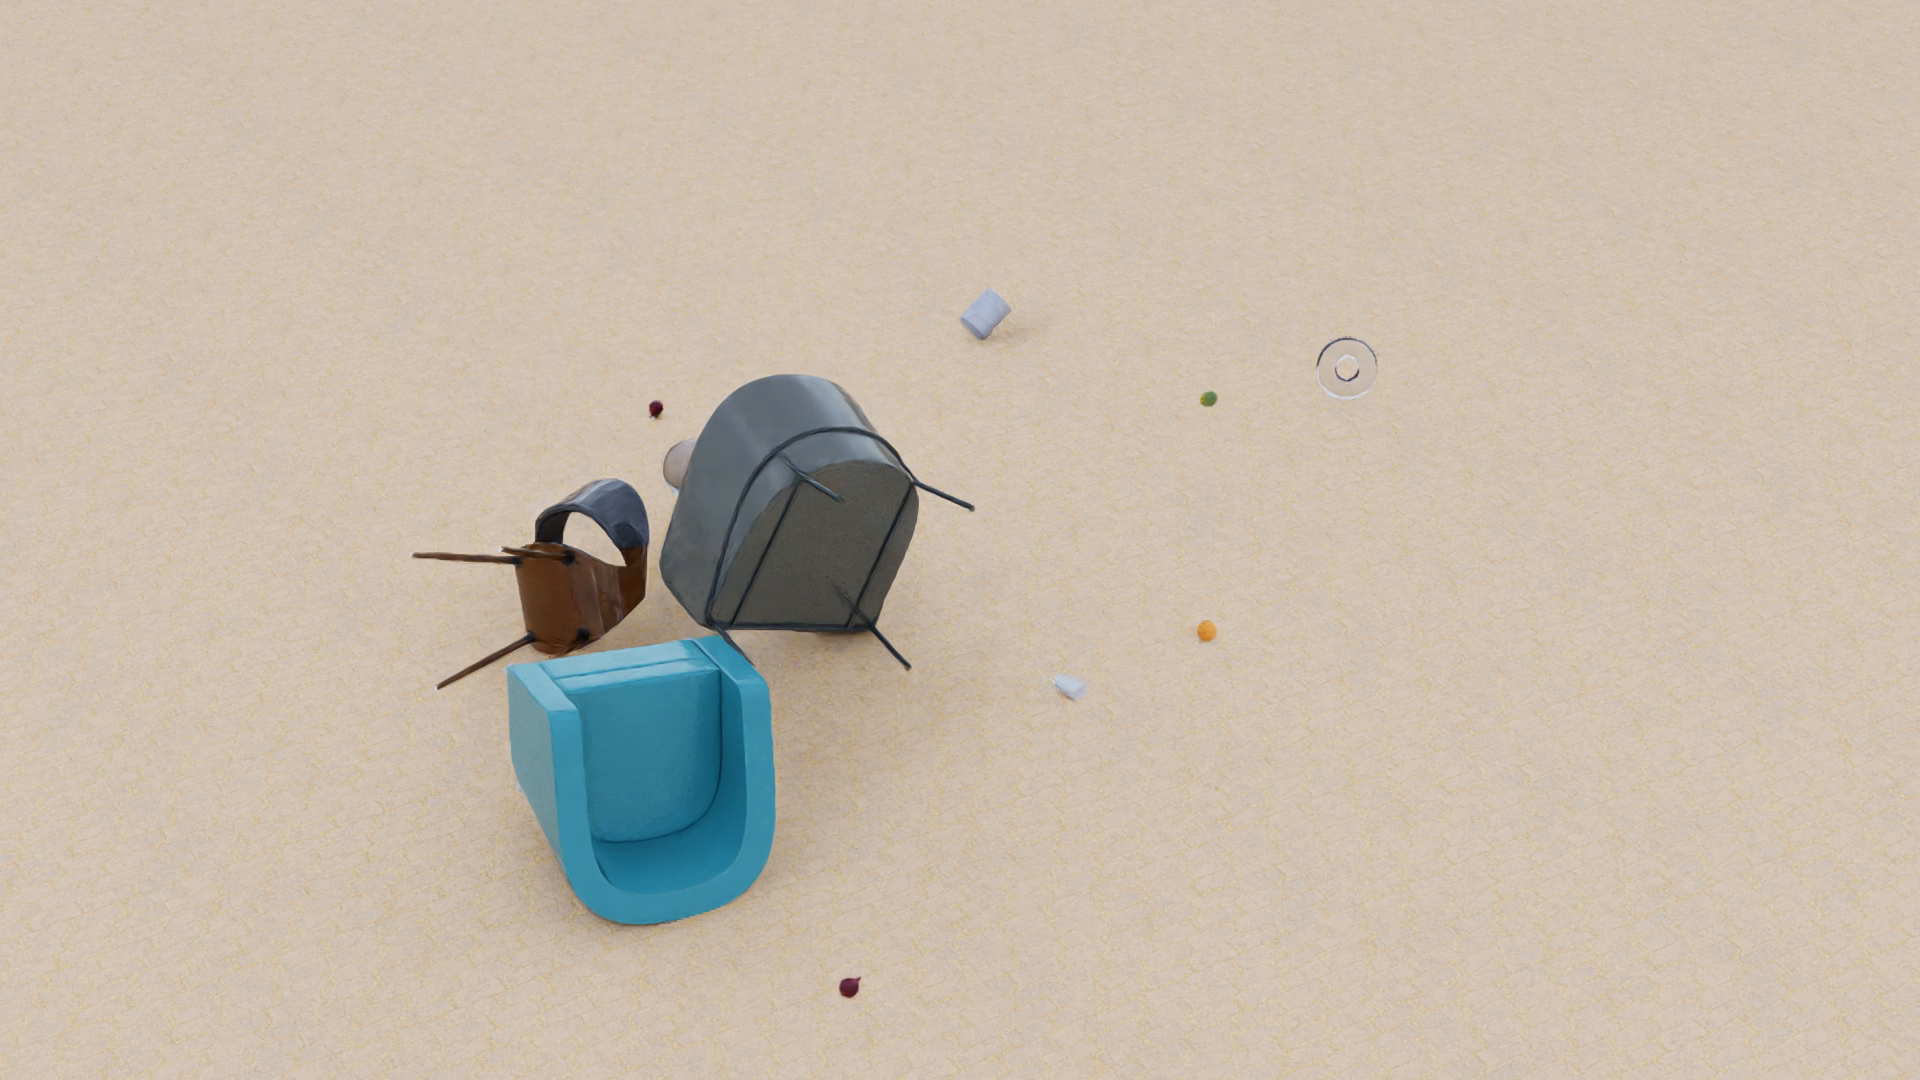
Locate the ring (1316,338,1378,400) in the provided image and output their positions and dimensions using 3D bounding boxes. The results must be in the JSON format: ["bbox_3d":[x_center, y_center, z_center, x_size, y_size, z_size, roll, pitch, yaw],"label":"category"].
[{"bbox_3d":[1.554,-0.687,11.774,0.250,0.256,0.051,-11,13,2],"label":"ring"}]

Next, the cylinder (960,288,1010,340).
[{"bbox_3d":[0.107,-0.939,12.184,0.136,0.136,0.166,41,82,10],"label":"cylinder"}]

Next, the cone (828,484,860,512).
[{"bbox_3d":[-0.415,-0.158,11.146,0.162,0.094,0.095,24,14,33],"label":"cone"}]

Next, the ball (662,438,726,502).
[{"bbox_3d":[-1.011,-0.266,11.130,0.239,0.239,0.239,0,33,0],"label":"ball"}]
